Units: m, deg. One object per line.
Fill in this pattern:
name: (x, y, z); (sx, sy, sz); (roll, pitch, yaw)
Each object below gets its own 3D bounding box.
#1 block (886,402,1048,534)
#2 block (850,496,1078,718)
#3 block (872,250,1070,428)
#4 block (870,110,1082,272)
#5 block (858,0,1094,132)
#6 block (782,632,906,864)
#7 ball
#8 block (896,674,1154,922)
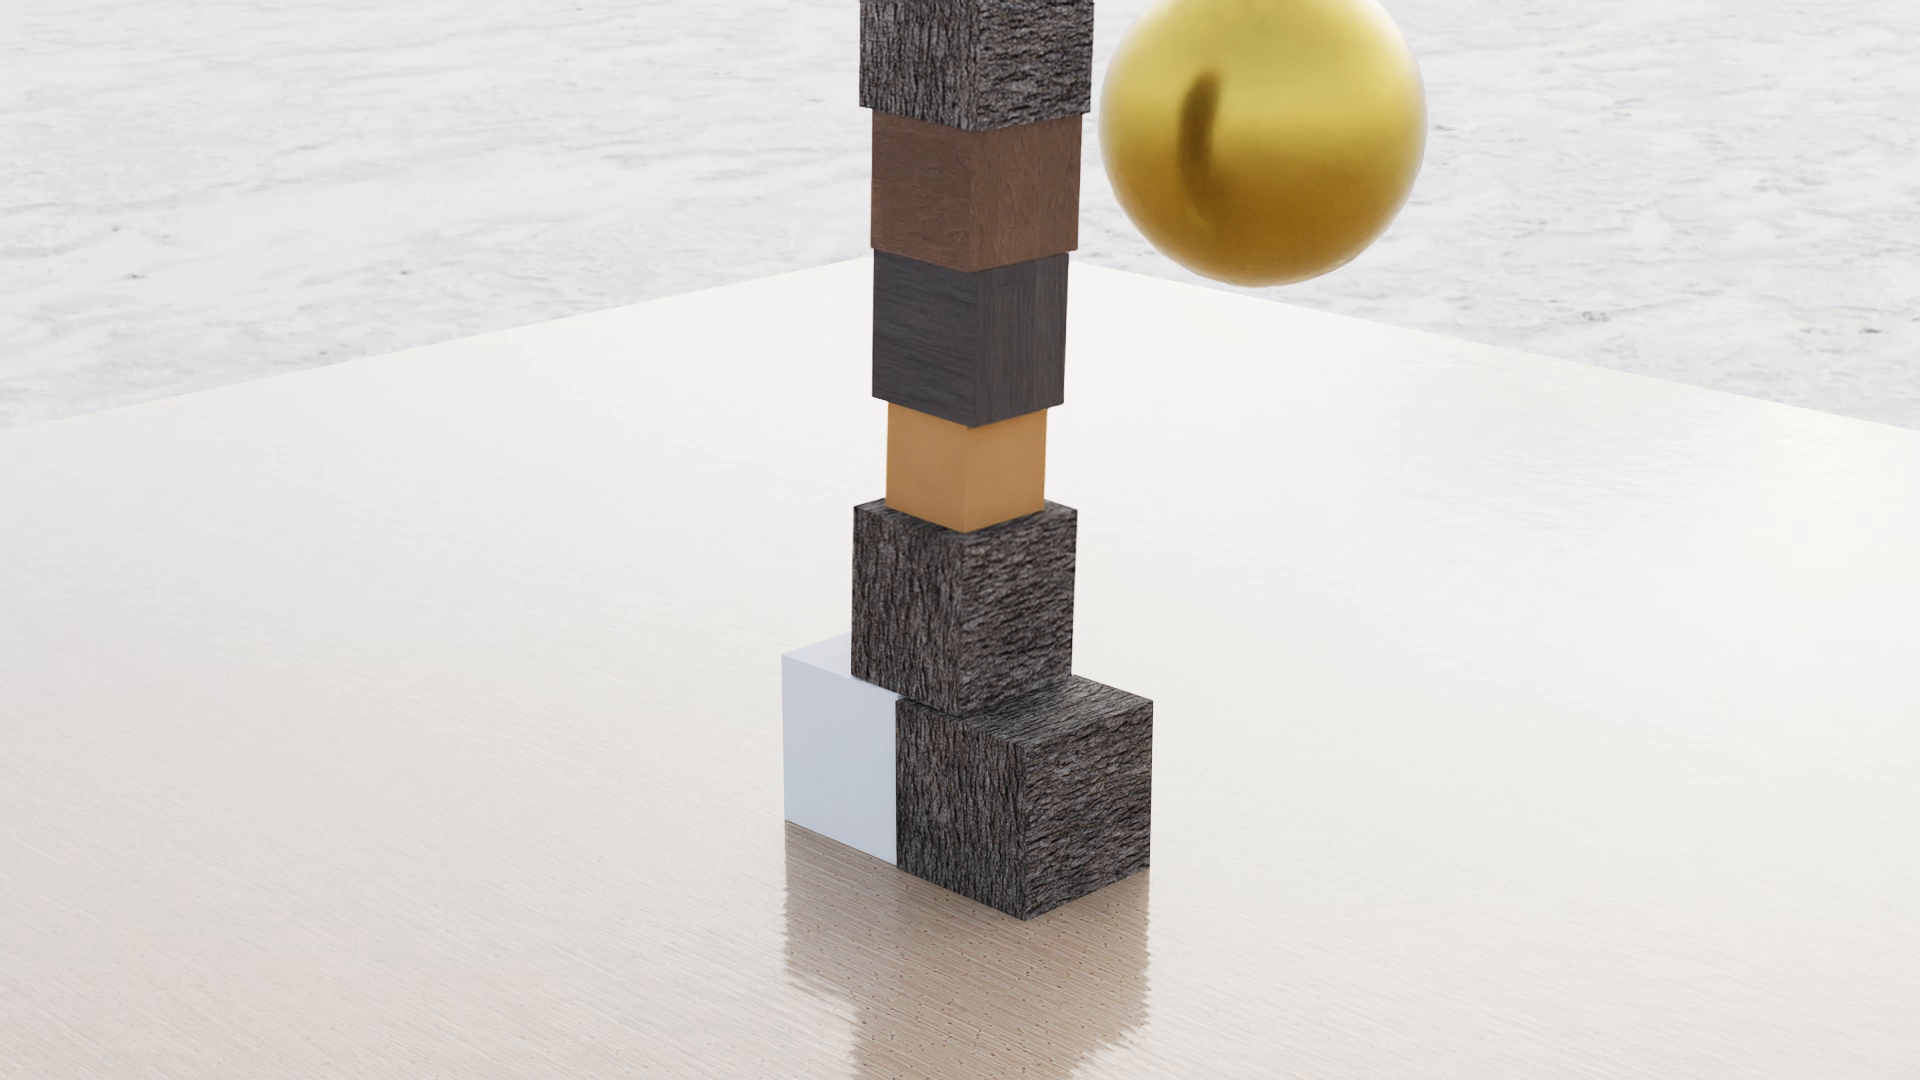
block: (0.028, -0.385, 13.194); (0.513, 0.507, 0.503); (-17, 26, -42)
block: (0.016, 0.241, 13.412); (0.740, 0.818, 0.704); (-17, 26, -42)
block: (0.041, -0.950, 12.998); (0.573, 0.690, 0.645); (-17, 26, -42)
block: (0.070, -1.573, 12.801); (0.683, 0.619, 0.609); (-17, 26, -42)
block: (0.071, -2.196, 12.575); (0.695, 0.705, 0.724); (-17, 26, -42)
block: (-0.283, 0.938, 13.957); (0.793, 0.841, 0.791); (-17, 24, -42)
ball: (1.467, -2.025, 14.243); (1.600, 1.600, 1.600); (0, 17, 0)
block: (0.292, 1.120, 13.406); (0.833, 0.824, 0.823); (-17, 24, -42)
